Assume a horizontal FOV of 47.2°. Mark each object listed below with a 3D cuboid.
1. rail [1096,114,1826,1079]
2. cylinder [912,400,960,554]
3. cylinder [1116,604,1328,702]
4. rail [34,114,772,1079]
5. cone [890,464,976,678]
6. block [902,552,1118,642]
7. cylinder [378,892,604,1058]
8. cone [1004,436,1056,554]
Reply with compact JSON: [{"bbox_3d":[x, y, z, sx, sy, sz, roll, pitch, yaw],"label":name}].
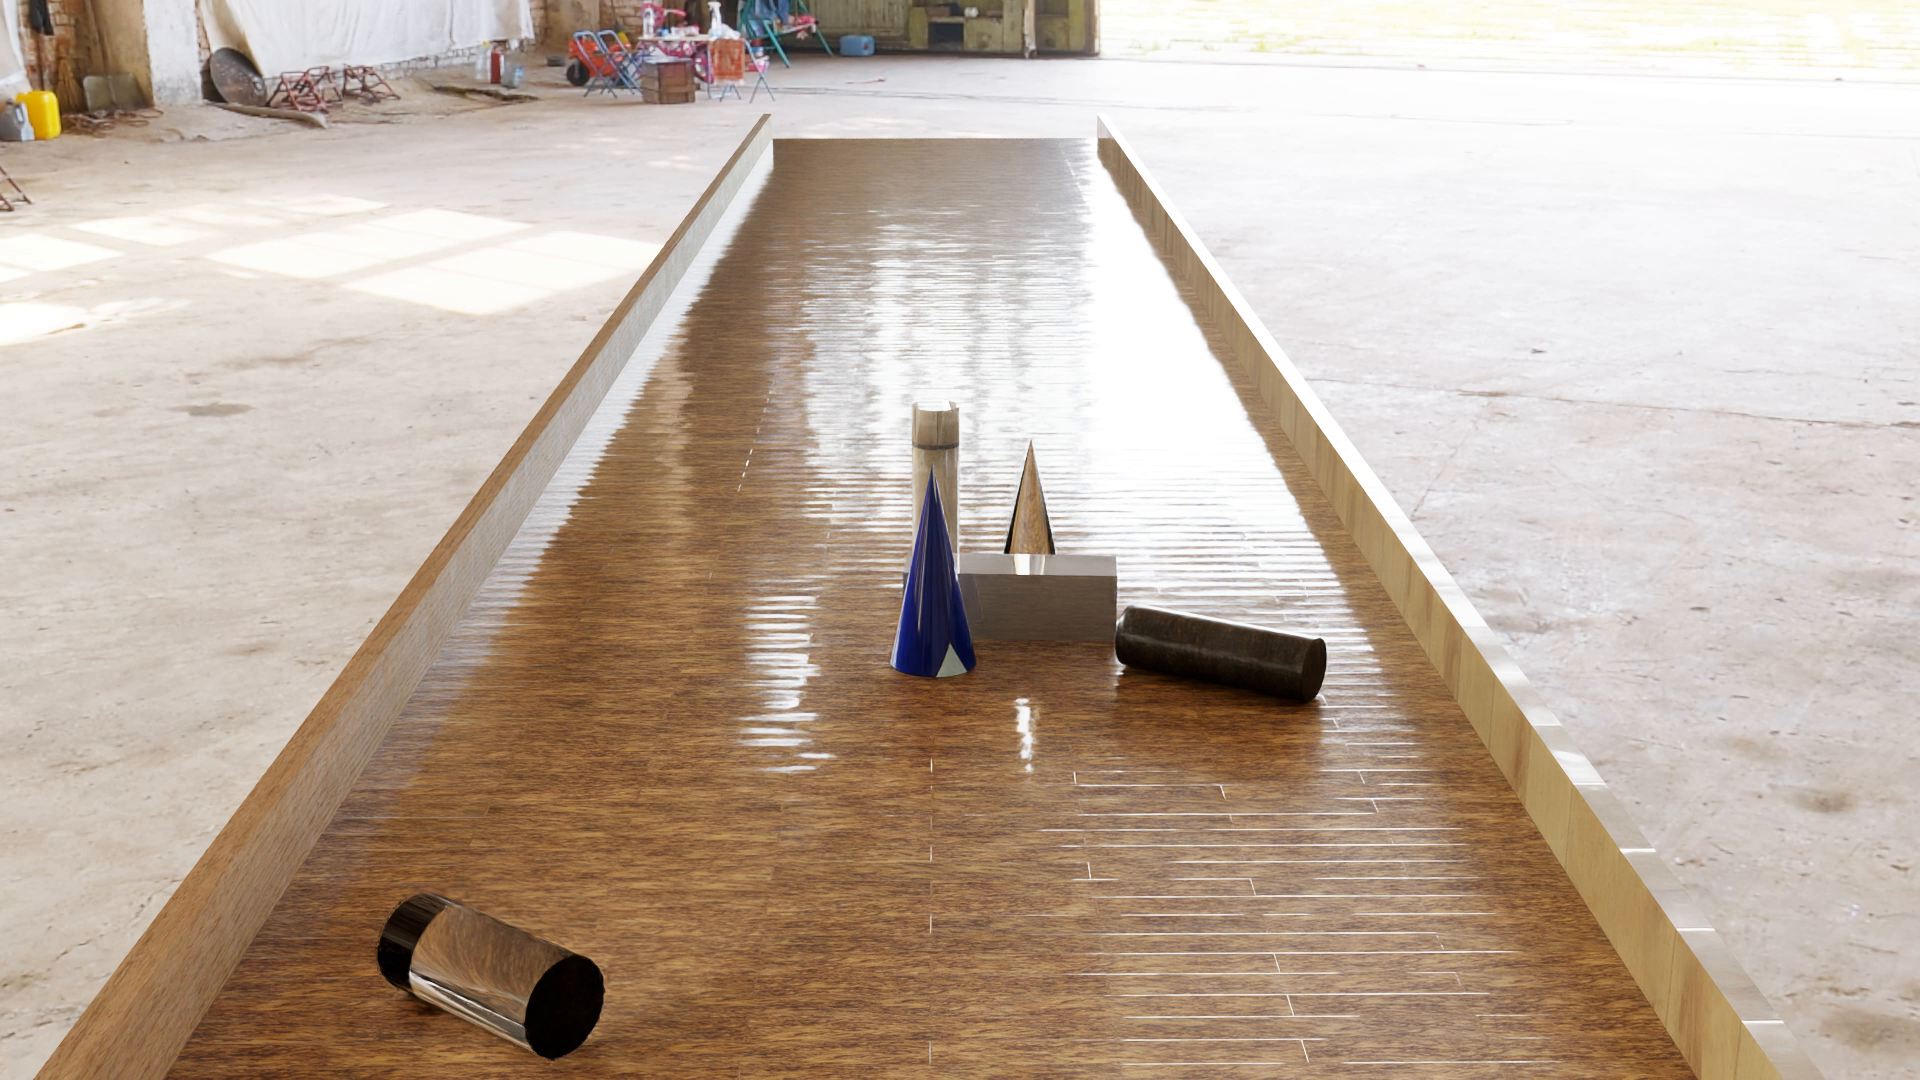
[{"bbox_3d":[0.932,-0.844,7.801,0.050,0.150,12.000,0,17,-1],"label":"rail"},{"bbox_3d":[-0.053,-0.104,4.873,0.105,0.400,0.105,0,17,0],"label":"cylinder"},{"bbox_3d":[0.506,0.217,4.280,0.395,0.124,0.124,10,19,30],"label":"cylinder"},{"bbox_3d":[-1.118,-0.838,7.780,0.050,0.150,12.000,0,17,-1],"label":"rail"},{"bbox_3d":[-0.054,0.046,4.344,0.174,0.414,0.174,0,17,0],"label":"cone"},{"bbox_3d":[0.106,0.118,4.582,0.439,0.142,0.142,1,17,3],"label":"block"},{"bbox_3d":[-0.641,0.590,2.998,0.306,0.140,0.140,13,21,37],"label":"cylinder"},{"bbox_3d":[0.150,-0.038,4.698,0.167,0.375,0.167,0,17,0],"label":"cone"}]
